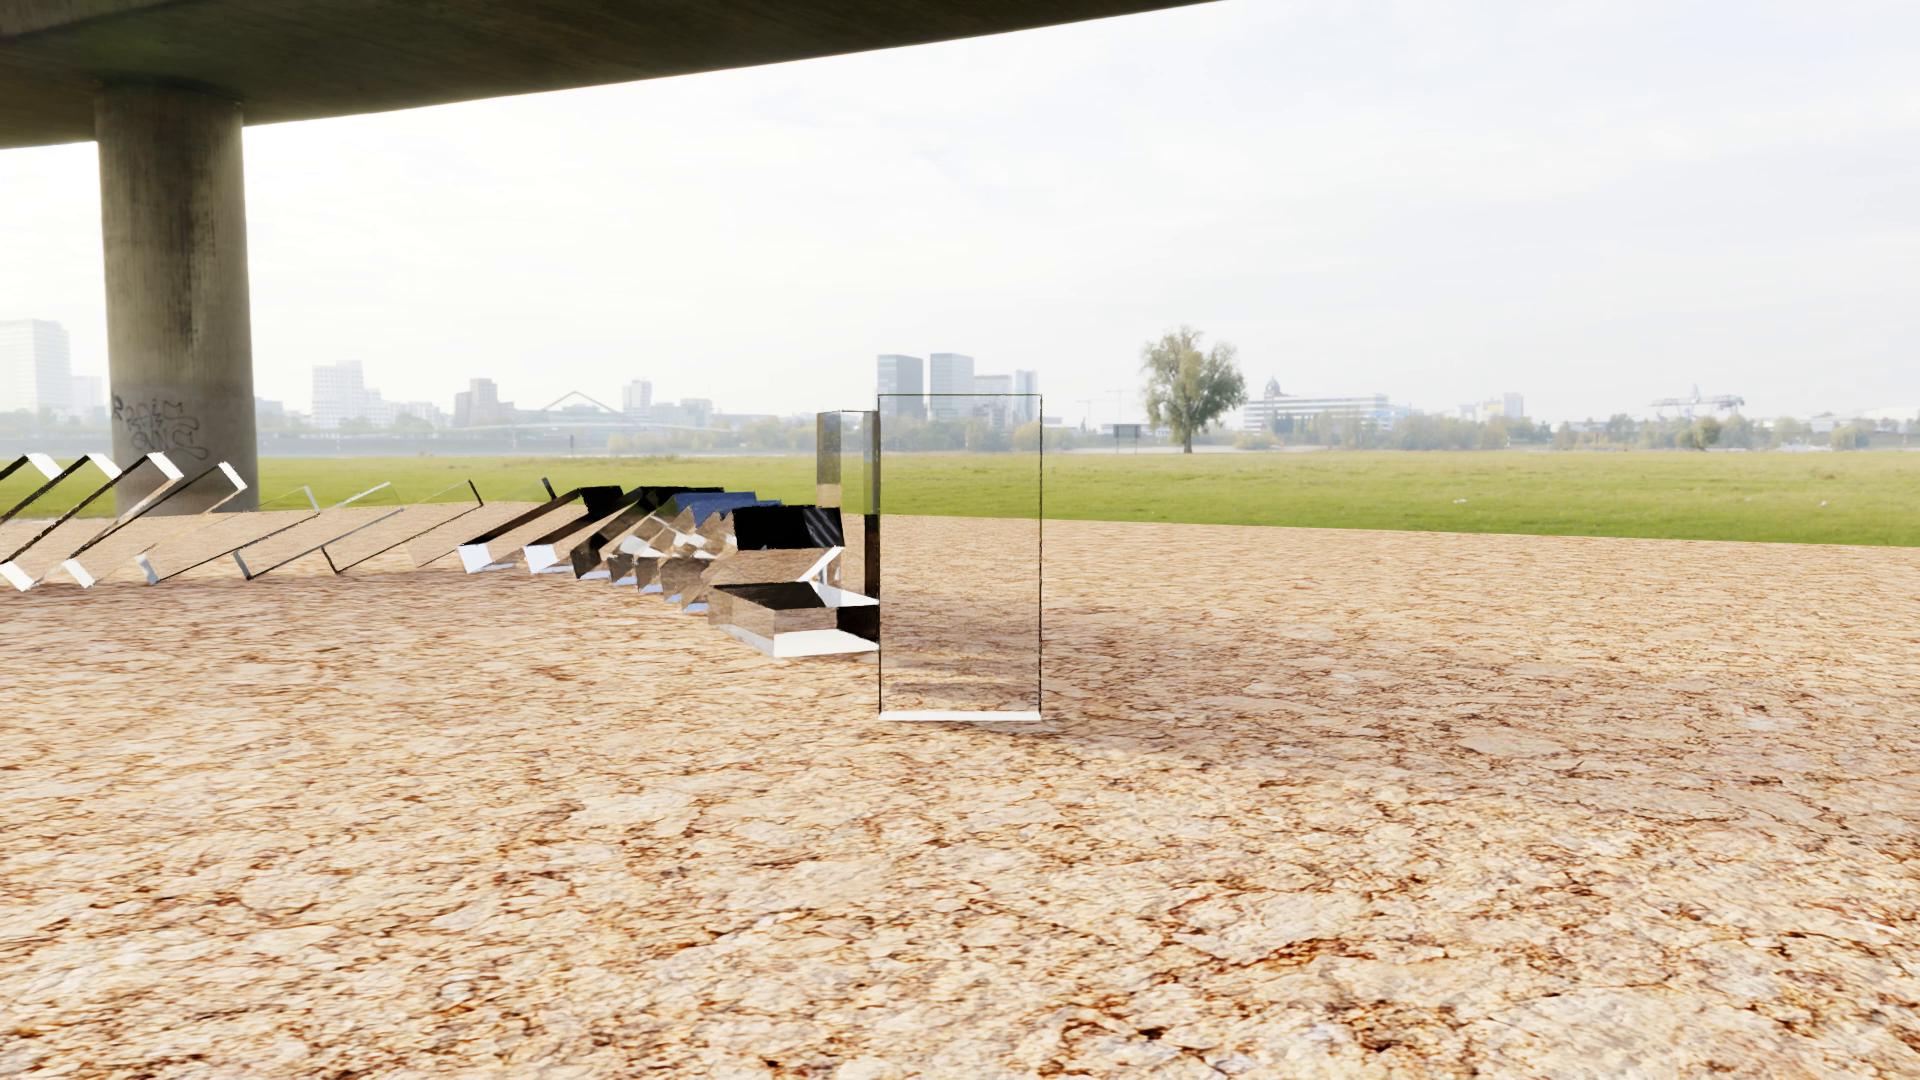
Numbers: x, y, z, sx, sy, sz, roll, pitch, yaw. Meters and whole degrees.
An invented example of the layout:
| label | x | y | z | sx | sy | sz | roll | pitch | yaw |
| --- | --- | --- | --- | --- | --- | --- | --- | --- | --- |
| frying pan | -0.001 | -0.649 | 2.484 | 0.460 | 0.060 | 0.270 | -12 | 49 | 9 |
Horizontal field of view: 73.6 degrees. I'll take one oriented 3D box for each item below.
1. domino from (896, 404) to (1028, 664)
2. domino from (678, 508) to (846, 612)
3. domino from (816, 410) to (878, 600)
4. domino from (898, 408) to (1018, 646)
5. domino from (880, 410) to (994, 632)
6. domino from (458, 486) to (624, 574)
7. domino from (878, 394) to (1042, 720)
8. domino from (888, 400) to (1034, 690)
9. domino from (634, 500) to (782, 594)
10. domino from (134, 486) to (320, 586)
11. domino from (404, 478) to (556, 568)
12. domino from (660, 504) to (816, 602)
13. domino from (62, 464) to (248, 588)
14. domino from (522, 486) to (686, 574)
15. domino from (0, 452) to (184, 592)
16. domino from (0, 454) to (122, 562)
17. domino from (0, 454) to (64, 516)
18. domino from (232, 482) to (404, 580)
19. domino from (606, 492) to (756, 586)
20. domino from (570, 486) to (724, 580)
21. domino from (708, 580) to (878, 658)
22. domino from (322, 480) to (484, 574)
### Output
| label | x | y | z | sx | sy | sz | roll | pitch | yaw |
| --- | --- | --- | --- | --- | --- | --- | --- | --- | --- |
| domino | 0.000 | -0.001 | 0.251 | 0.025 | 0.050 | 0.010 | 0 | 4 | -1 |
| domino | -0.048 | 0.005 | 0.305 | 0.025 | 0.009 | 0.050 | -2 | -17 | -27 |
| domino | -0.026 | -0.005 | 0.304 | 0.010 | 0.050 | 0.025 | -1 | 5 | -19 |
| domino | -0.001 | -0.003 | 0.275 | 0.025 | 0.050 | 0.010 | 0 | 4 | -4 |
| domino | -0.005 | -0.005 | 0.300 | 0.025 | 0.050 | 0.009 | -2 | 5 | -30 |
| domino | -0.138 | -0.004 | 0.427 | 0.050 | 0.010 | 0.025 | -23 | -2 | 16 |
| domino | 0.000 | 0.002 | 0.201 | 0.025 | 0.050 | 0.010 | 0 | 4 | 0 |
| domino | 0.000 | 0.001 | 0.226 | 0.025 | 0.050 | 0.010 | 0 | 4 | 1 |
| domino | -0.070 | 0.002 | 0.354 | 0.025 | 0.009 | 0.050 | -3 | -17 | -33 |
| domino | -0.230 | -0.002 | 0.405 | 0.050 | 0.010 | 0.025 | -27 | 15 | -21 |
| domino | -0.164 | -0.006 | 0.440 | 0.050 | 0.010 | 0.025 | -29 | 11 | -21 |
| domino | -0.058 | 0.004 | 0.332 | 0.025 | 0.010 | 0.050 | -3 | -17 | -31 |
| domino | -0.247 | -0.005 | 0.396 | 0.050 | 0.009 | 0.025 | -38 | 18 | -17 |
| domino | -0.114 | -0.003 | 0.417 | 0.050 | 0.010 | 0.025 | -24 | -6 | 22 |
| domino | -0.261 | -0.006 | 0.386 | 0.050 | 0.010 | 0.025 | -43 | 19 | -14 |
| domino | -0.274 | -0.006 | 0.379 | 0.050 | 0.010 | 0.025 | -44 | 19 | -16 |
| domino | -0.287 | -0.005 | 0.373 | 0.050 | 0.010 | 0.025 | -43 | 19 | -15 |
| domino | -0.207 | -0.004 | 0.417 | 0.050 | 0.010 | 0.025 | -29 | 15 | -21 |
| domino | -0.082 | 0.000 | 0.376 | 0.025 | 0.010 | 0.050 | -3 | -18 | -39 |
| domino | -0.096 | -0.002 | 0.397 | 0.050 | 0.010 | 0.025 | -28 | -15 | 39 |
| domino | -0.037 | 0.017 | 0.283 | 0.025 | 0.009 | 0.050 | -2 | 5 | -26 |
| domino | -0.186 | -0.005 | 0.429 | 0.050 | 0.010 | 0.025 | -29 | 13 | -21 |
